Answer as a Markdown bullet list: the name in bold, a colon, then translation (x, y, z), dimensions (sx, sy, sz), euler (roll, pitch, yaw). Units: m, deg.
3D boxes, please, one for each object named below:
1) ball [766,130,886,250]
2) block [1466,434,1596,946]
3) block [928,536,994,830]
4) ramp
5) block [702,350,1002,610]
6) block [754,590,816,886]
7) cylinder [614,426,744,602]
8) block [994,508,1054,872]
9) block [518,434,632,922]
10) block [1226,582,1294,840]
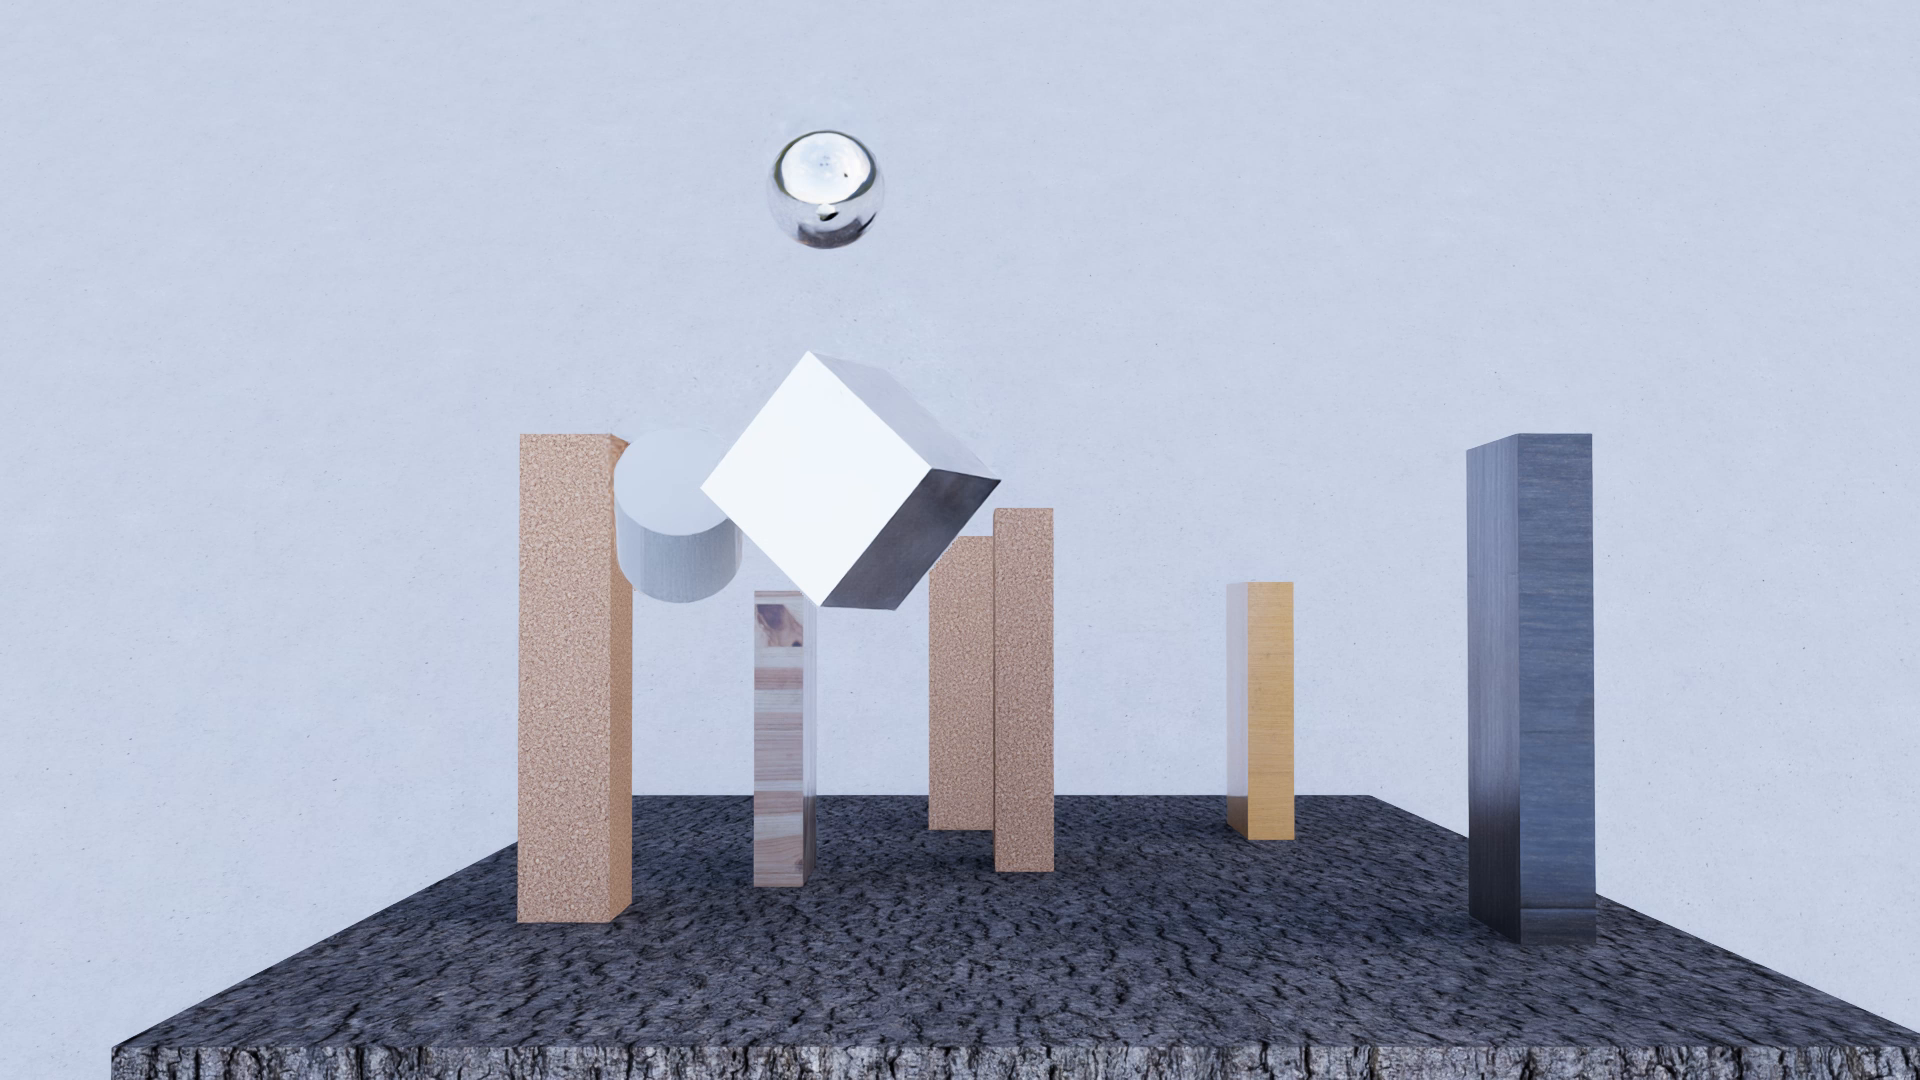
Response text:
- **ball**: translation (-0.147, -0.384, 2.848), dimensions (0.132, 0.132, 0.132), euler (0, 35, 0)
- **block**: translation (0.852, 0.218, 3.896), dimensions (0.108, 0.730, 0.375), euler (0, -2, 0)
- **block**: translation (0.005, 0.318, 5.850), dimensions (0.146, 0.646, 0.276), euler (0, -2, 0)
- **ramp**: translation (0.077, 0.661, 4.822), dimensions (2.000, 0.100, 4.000), euler (0, -2, 0)
- **block**: translation (-0.105, -0.055, 2.561), dimensions (0.174, 0.174, 0.174), euler (44, 14, 19)
- **block**: translation (-0.315, 0.351, 4.730), dimensions (0.085, 0.514, 0.435), euler (0, -2, 0)
- **cylinder**: translation (-0.302, -0.027, 2.798), dimensions (0.138, 0.138, 0.138), euler (3, 58, -4)
- **block**: translation (0.119, 0.280, 4.942), dimensions (0.107, 0.669, 0.327), euler (0, -2, 0)
- **block**: translation (-0.608, 0.215, 4.123), dimensions (0.141, 0.749, 0.271), euler (0, -2, 0)
- **block**: translation (0.653, 0.365, 5.677), dimensions (0.097, 0.541, 0.435), euler (0, -2, 0)
